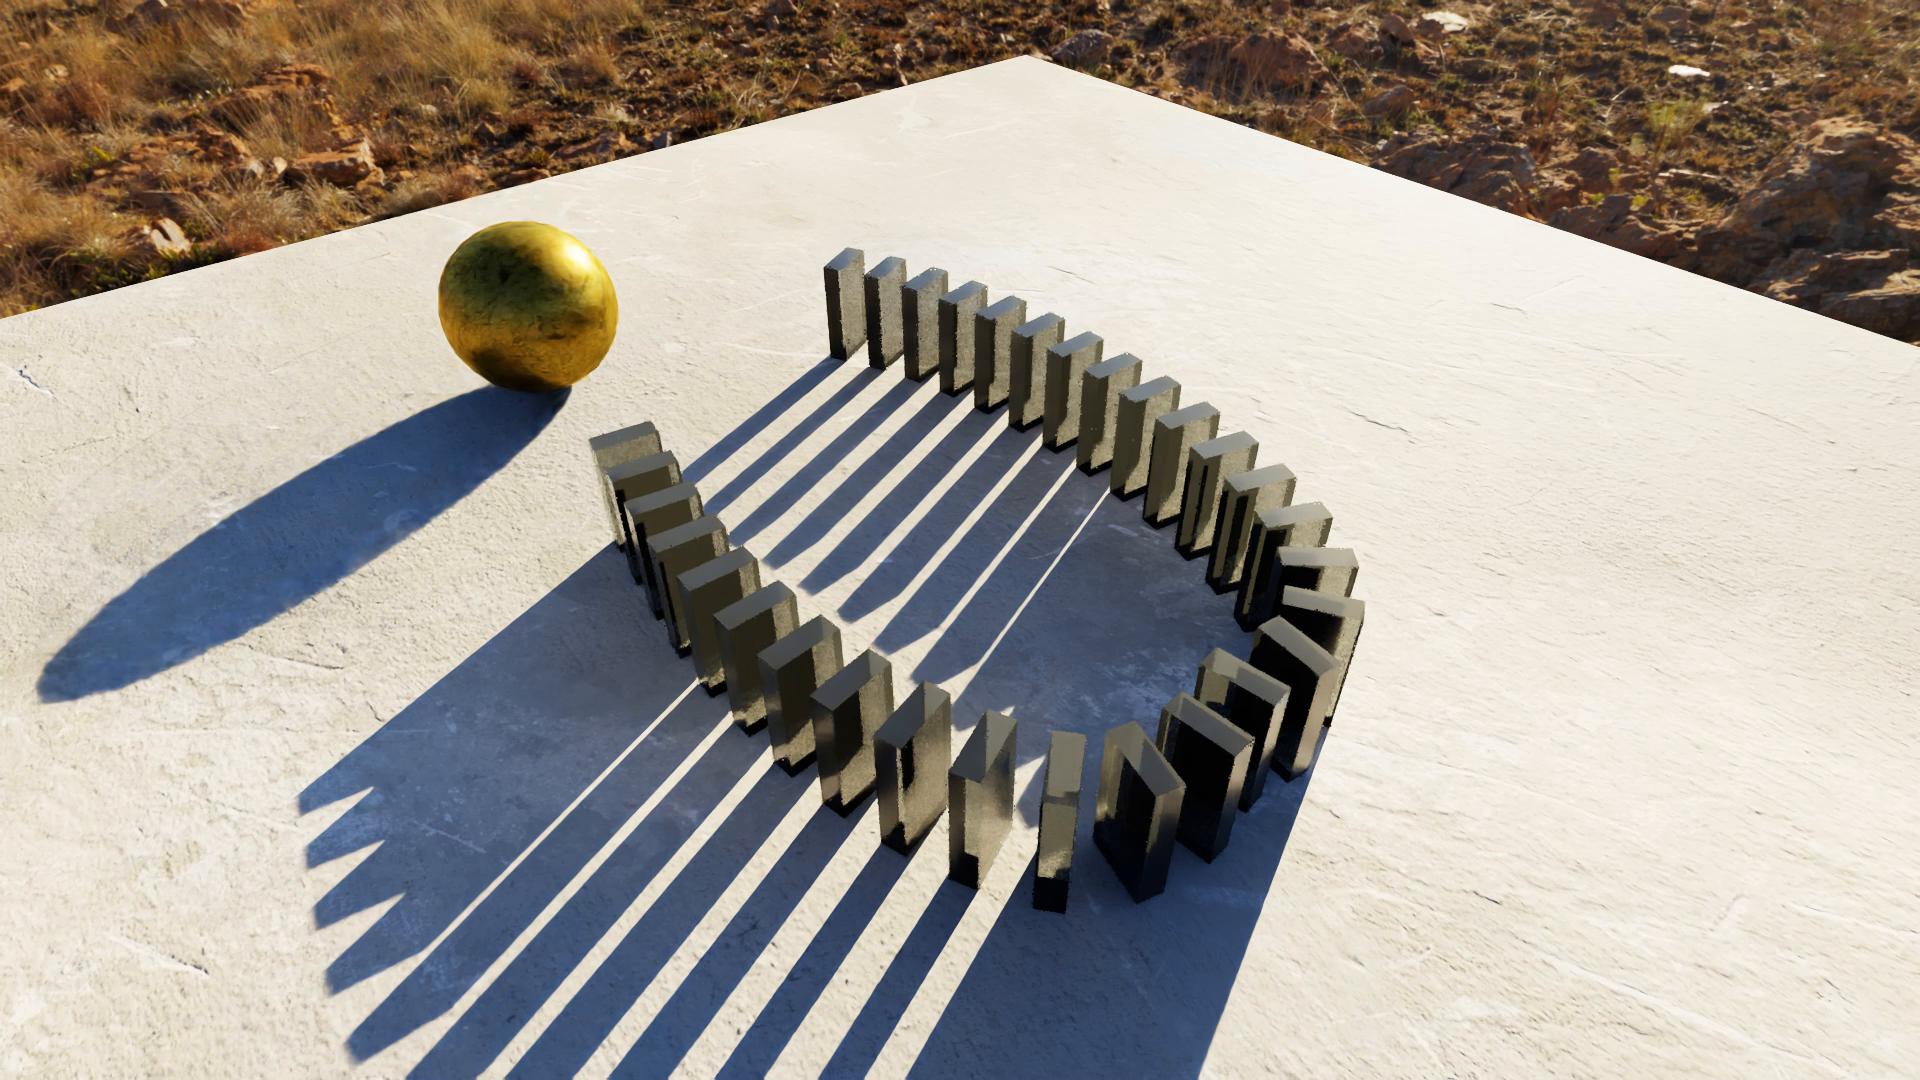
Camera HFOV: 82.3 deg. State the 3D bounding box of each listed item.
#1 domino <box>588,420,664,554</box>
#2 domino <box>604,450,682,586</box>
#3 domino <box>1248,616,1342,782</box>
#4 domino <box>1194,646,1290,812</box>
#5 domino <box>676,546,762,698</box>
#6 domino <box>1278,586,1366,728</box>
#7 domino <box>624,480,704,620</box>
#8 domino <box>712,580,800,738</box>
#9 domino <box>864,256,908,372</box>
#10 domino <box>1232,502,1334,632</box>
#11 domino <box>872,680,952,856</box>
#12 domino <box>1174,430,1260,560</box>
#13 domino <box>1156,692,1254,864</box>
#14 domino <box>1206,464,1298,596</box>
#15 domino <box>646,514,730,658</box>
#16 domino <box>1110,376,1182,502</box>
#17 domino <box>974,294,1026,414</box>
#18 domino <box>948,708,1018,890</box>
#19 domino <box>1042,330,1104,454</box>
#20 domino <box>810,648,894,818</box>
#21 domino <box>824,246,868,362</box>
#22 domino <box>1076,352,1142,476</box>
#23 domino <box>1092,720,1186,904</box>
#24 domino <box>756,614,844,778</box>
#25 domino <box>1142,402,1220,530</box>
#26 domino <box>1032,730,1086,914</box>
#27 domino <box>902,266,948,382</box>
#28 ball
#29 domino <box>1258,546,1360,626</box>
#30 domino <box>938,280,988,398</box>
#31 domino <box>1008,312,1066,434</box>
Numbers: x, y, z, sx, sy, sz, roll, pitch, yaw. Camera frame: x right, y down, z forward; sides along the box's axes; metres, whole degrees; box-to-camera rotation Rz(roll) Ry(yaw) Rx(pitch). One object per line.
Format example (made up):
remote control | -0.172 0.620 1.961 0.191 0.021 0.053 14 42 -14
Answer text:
domino | -0.129 -0.021 0.437 0.025 0.050 0.009 -21 44 -24
domino | -0.117 -0.008 0.421 0.025 0.050 0.010 -20 43 -23
domino | 0.103 0.051 0.349 0.010 0.050 0.025 -23 45 -26
domino | 0.084 0.059 0.339 0.025 0.050 0.010 30 48 31
domino | -0.080 0.028 0.377 0.025 0.050 0.010 -27 46 -29
domino | 0.115 0.039 0.364 0.025 0.050 0.010 11 41 14
domino | -0.106 0.004 0.406 0.025 0.050 0.009 -21 44 -24
domino | -0.065 0.040 0.363 0.025 0.050 0.009 -30 48 -31
domino | -0.036 -0.113 0.549 0.010 0.050 0.025 18 43 21
domino | 0.116 0.010 0.399 0.025 0.050 0.010 -9 40 -10
domino | -0.013 0.069 0.328 0.009 0.050 0.025 23 44 25
domino | 0.100 -0.017 0.432 0.025 0.050 0.009 -17 42 -19
domino | 0.070 0.071 0.325 0.009 0.050 0.025 -32 49 -33
domino | 0.109 -0.004 0.416 0.025 0.050 0.009 -14 41 -16
domino | -0.093 0.017 0.391 0.025 0.050 0.010 -23 45 -26
domino | 0.078 -0.042 0.463 0.025 0.050 0.009 -23 45 -25
domino | 0.019 -0.087 0.518 0.010 0.050 0.025 31 48 32
domino | 0.007 0.076 0.319 0.010 0.050 0.025 17 42 20
domino | 0.050 -0.066 0.492 0.025 0.050 0.010 -28 47 -30
domino | -0.032 0.060 0.338 0.009 0.050 0.025 28 47 30
domino | -0.057 -0.119 0.557 0.009 0.050 0.025 15 42 18
domino | 0.064 -0.054 0.478 0.025 0.050 0.010 -25 46 -28
domino | 0.050 0.079 0.316 0.010 0.050 0.025 -17 42 -19
domino | -0.049 0.050 0.350 0.009 0.050 0.025 32 49 33
domino | 0.090 -0.030 0.448 0.025 0.050 0.010 -20 43 -22
domino | 0.028 0.081 0.313 0.010 0.050 0.025 7 40 8
domino | -0.017 -0.105 0.540 0.009 0.050 0.025 24 45 27
ball | -0.204 -0.110 0.522 0.080 0.080 0.080 0 39 0
domino | 0.119 0.025 0.381 0.025 0.050 0.009 1 39 1
domino | 0.002 -0.097 0.529 0.009 0.050 0.025 28 47 30
domino | 0.035 -0.077 0.505 0.025 0.050 0.009 -31 48 -32
